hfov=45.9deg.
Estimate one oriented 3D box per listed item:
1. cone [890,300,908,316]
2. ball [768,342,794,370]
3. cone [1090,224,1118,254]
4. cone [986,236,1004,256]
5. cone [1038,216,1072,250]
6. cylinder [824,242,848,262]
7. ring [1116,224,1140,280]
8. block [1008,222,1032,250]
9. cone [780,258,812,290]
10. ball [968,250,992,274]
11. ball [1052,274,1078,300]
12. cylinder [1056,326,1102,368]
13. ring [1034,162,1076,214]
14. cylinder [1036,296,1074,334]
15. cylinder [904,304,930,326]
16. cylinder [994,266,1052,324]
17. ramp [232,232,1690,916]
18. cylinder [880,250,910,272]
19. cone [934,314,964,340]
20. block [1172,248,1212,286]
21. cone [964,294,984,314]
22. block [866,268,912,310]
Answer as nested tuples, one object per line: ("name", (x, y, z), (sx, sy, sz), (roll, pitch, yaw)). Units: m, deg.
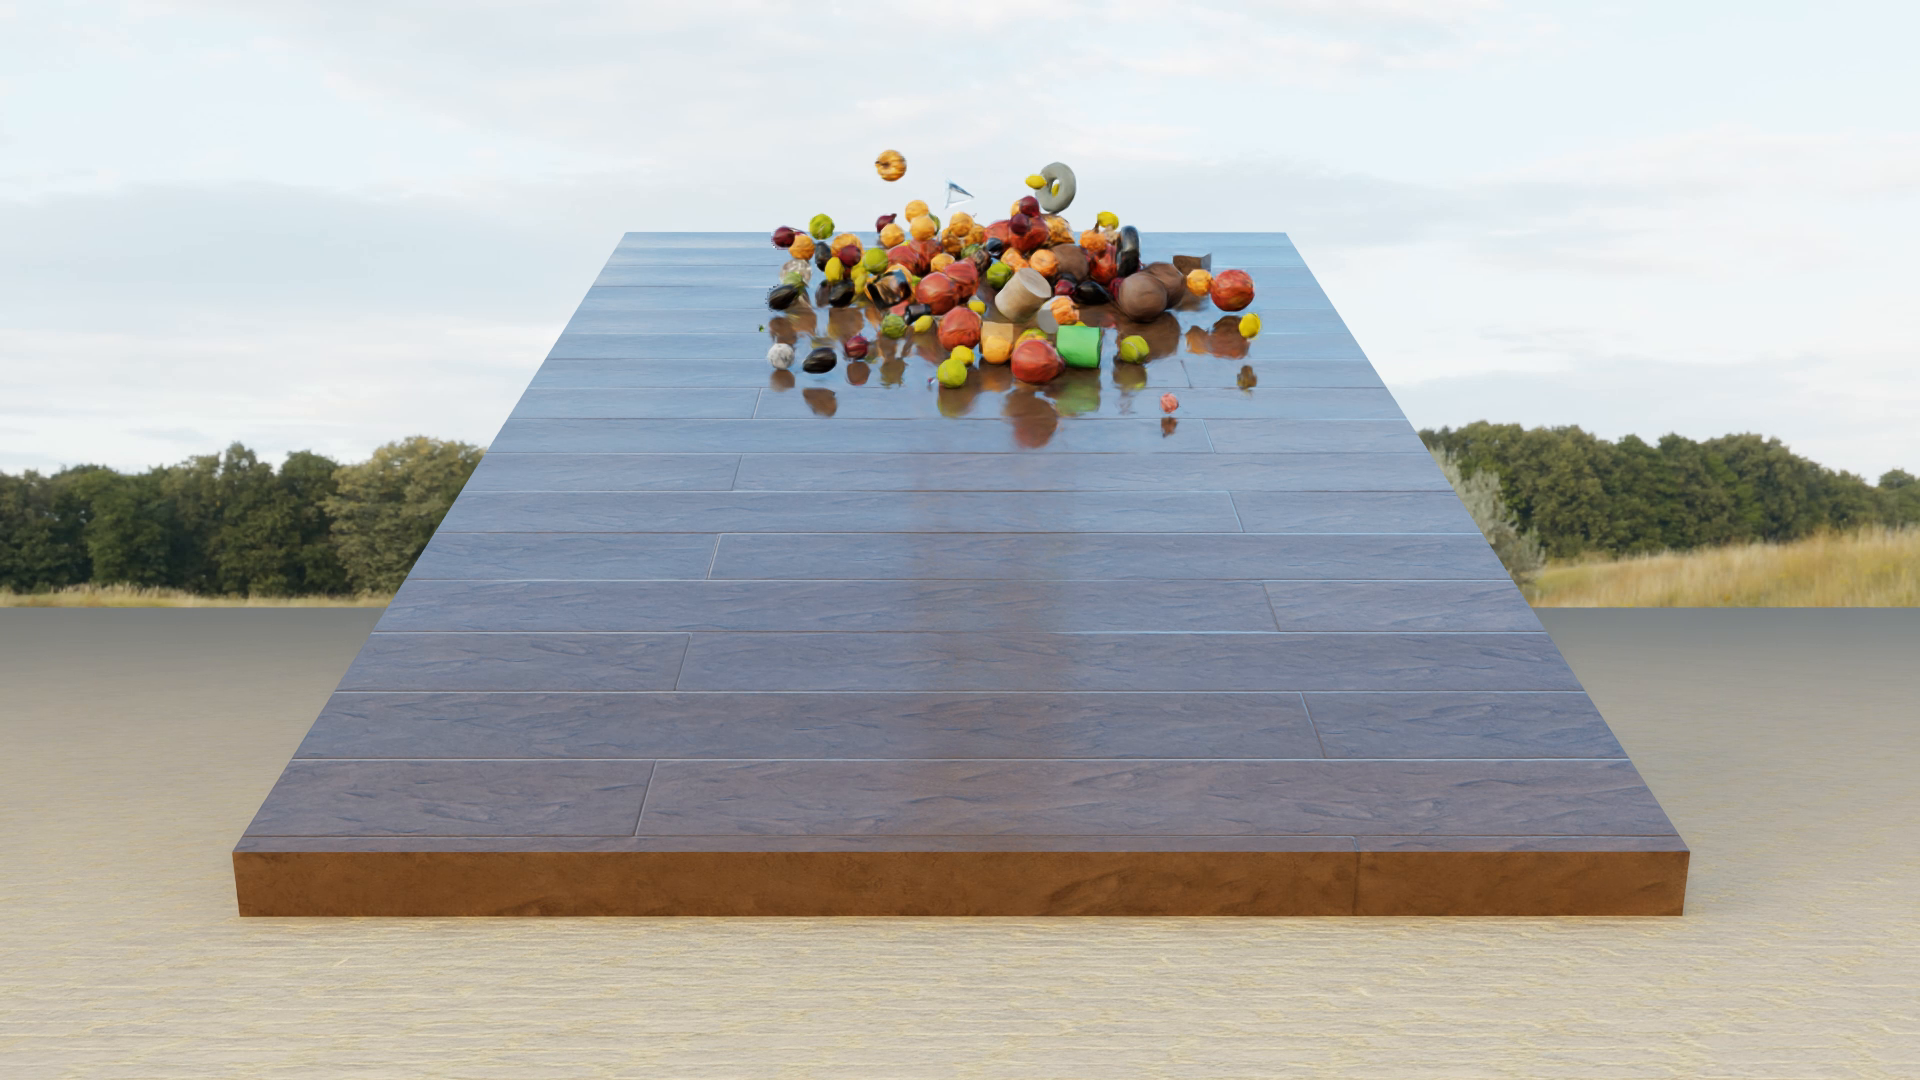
("cone", (-0.156, -0.609, 5.933), (0.052, 0.052, 0.052), (0, -5, 8))
("ball", (-0.426, -0.439, 5.403), (0.065, 0.065, 0.065), (0, -2, 0))
("cone", (0.410, -0.847, 6.528), (0.095, 0.095, 0.095), (-31, 0, -2))
("cone", (0.085, -0.809, 6.302), (0.055, 0.055, 0.055), (-1, 23, 27))
("cone", (0.262, -0.887, 6.389), (0.099, 0.099, 0.099), (0, -32, 8))
("cylinder", (-0.352, -0.821, 6.479), (0.052, 0.052, 0.052), (-9, 3, -25))
("ring", (0.437, -0.747, 5.885), (0.048, 0.143, 0.143), (2, -2, -6))
("block", (0.175, -0.886, 6.619), (0.051, 0.051, 0.051), (25, -30, 6))
("cone", (-0.440, -0.716, 6.203), (0.091, 0.091, 0.091), (0, -7, 9))
("ball", (0.057, -0.781, 6.348), (0.066, 0.066, 0.066), (0, -2, 0))
("ball", (0.282, -0.676, 6.053), (0.071, 0.071, 0.071), (0, -2, 0))
("cylinder", (0.285, -0.463, 5.425), (0.098, 0.098, 0.098), (3, -1, 9))
("ring", (0.276, -1.017, 6.540), (0.049, 0.147, 0.147), (1, -2, -45))
("cylinder", (0.240, -0.570, 5.728), (0.070, 0.070, 0.070), (-1, 33, 36))
("cylinder", (-0.109, -0.579, 5.808), (0.054, 0.054, 0.054), (-8, 1, -20))
("cylinder", (0.153, -0.591, 5.479), (0.099, 0.099, 0.099), (1, -37, -43))
("ramp", (-0.005, -0.206, 5.004), (2.000, 0.100, 4.000), (0, 20, 0))
("cylinder", (-0.184, -0.785, 6.371), (0.058, 0.058, 0.058), (17, 10, 39))
("cone", (-0.016, -0.546, 5.649), (0.071, 0.071, 0.071), (-33, 3, -8))
("block", (0.640, -0.751, 6.247), (0.081, 0.081, 0.081), (9, 22, 23))
("cone", (0.026, -0.606, 5.926), (0.052, 0.052, 0.052), (-39, 14, -19))
("block", (-0.182, -0.645, 5.834), (0.072, 0.072, 0.072), (-12, 22, 37))
